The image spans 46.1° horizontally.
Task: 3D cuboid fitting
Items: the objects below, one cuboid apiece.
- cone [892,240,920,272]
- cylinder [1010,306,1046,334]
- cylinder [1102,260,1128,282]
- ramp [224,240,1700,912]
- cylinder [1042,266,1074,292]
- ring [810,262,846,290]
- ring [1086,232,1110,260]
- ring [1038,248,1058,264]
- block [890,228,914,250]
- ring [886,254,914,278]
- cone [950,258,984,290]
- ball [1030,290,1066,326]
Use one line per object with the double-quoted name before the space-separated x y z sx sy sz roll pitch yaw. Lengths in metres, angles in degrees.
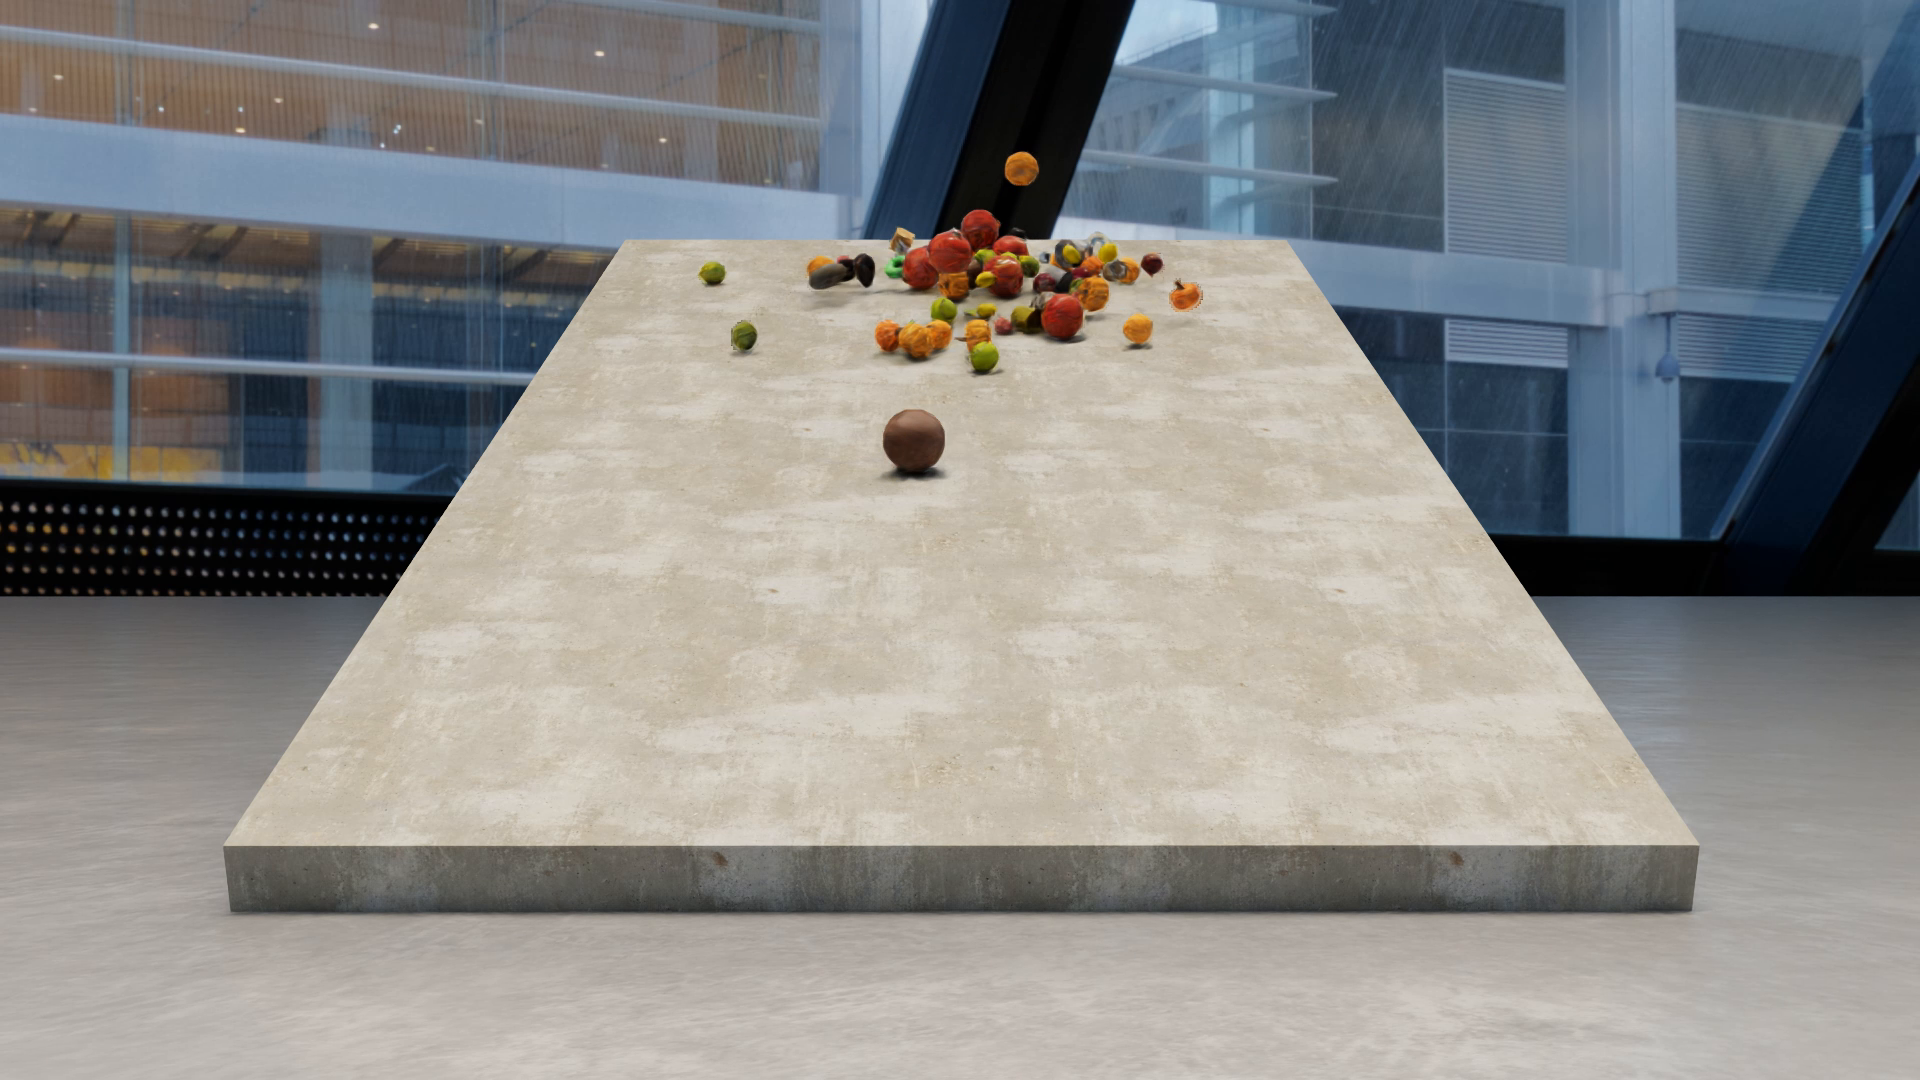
"cone" -0.164 -0.817 6.394 0.088 0.088 0.088 -4 41 4
"cylinder" 0.173 -0.560 5.740 0.064 0.064 0.064 1 14 -41
"cylinder" 0.413 -0.719 6.033 0.053 0.053 0.053 0 3 -18
"ramp" -0.004 -0.201 4.959 2.000 0.100 4.000 0 19 0
"cylinder" 0.268 -0.714 6.172 0.059 0.059 0.059 27 16 35
"ring" -0.354 -0.706 6.039 0.107 0.036 0.107 -23 -13 -6
"ring" 0.401 -0.852 6.546 0.083 0.083 0.028 1 -5 -29
"ring" 0.271 -0.823 6.543 0.088 0.029 0.088 -1 20 0
"block" -0.166 -0.857 6.475 0.052 0.052 0.052 21 28 -9
"ring" -0.171 -0.769 6.350 0.083 0.083 0.028 -1 -41 27
"cone" 0.002 -0.724 6.139 0.086 0.086 0.086 -1 6 43
"ball" 0.225 -0.593 5.790 0.093 0.093 0.093 0 -1 0
